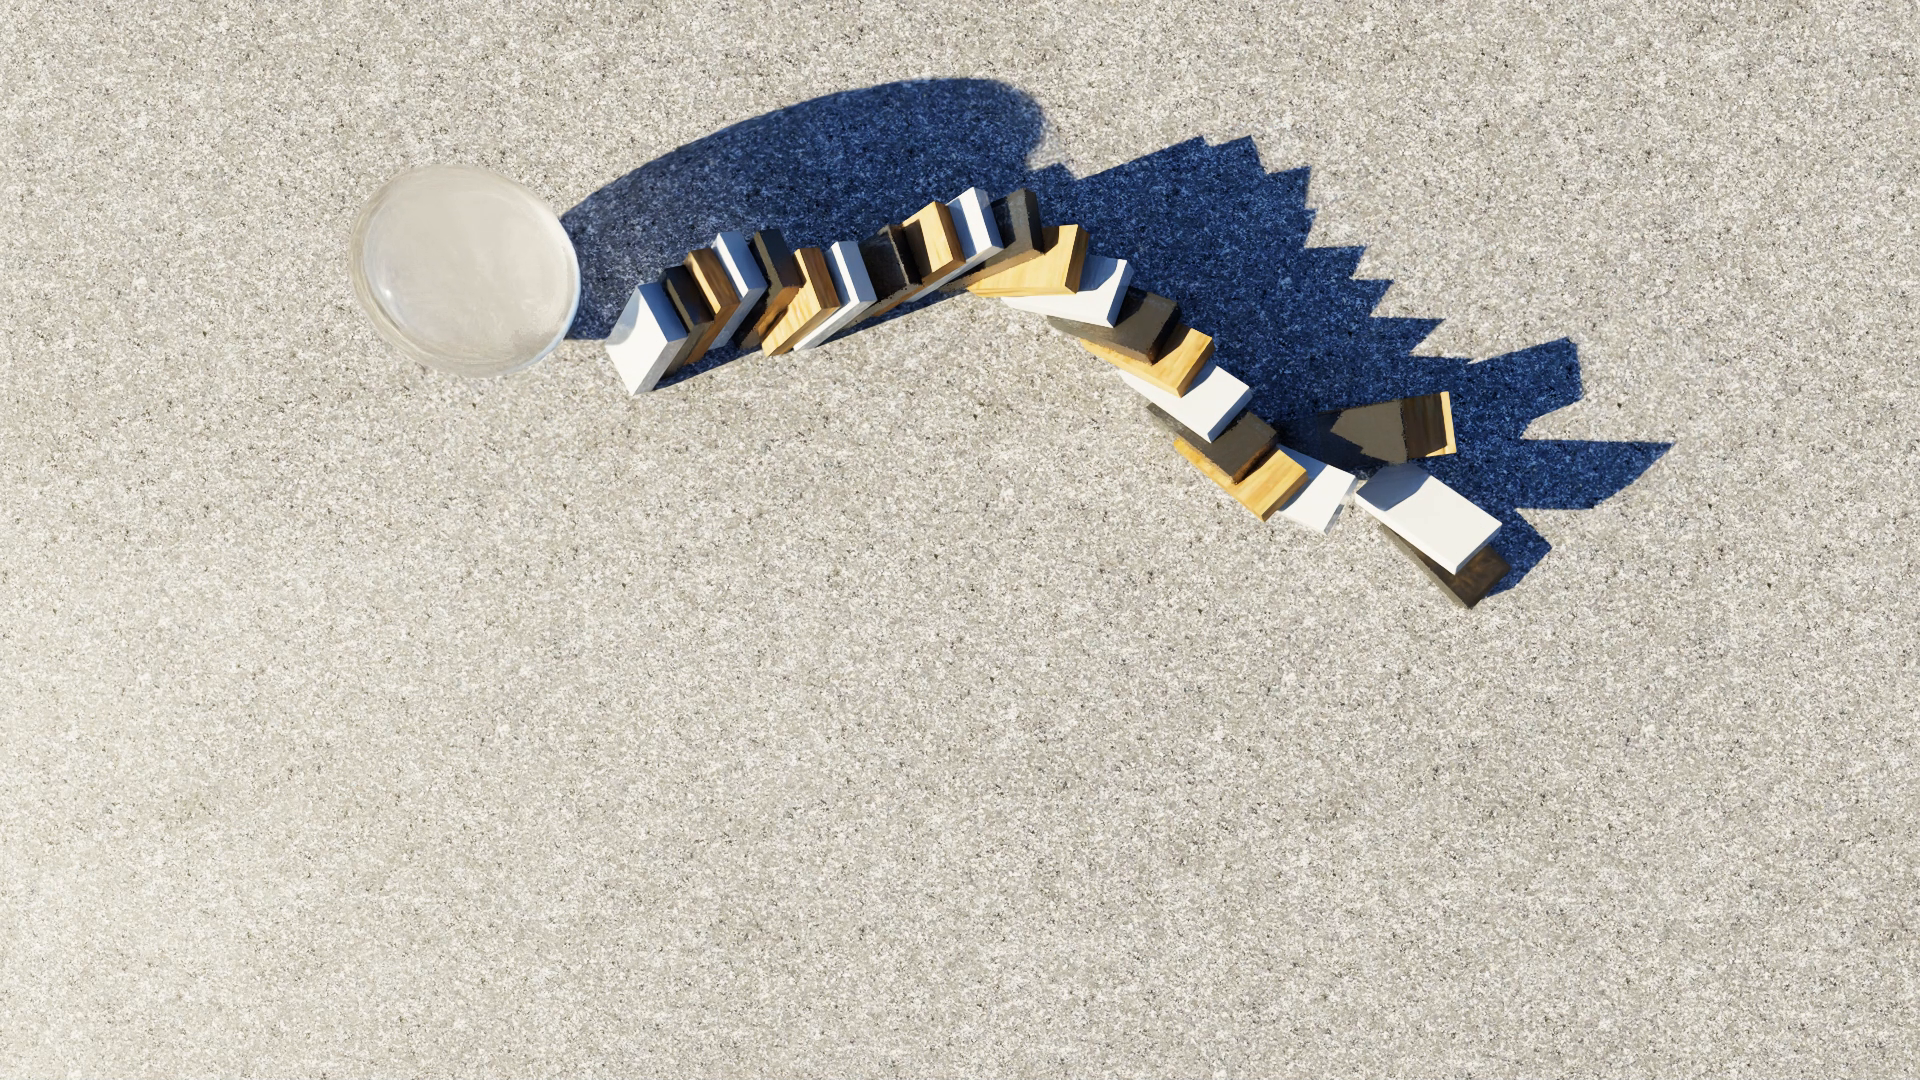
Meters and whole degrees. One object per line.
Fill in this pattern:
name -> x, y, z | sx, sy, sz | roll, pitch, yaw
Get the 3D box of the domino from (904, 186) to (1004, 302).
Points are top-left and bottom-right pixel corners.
domino -> -0.008, -0.122, 0.381 | 0.050, 0.009, 0.025 | -20, 85, 36

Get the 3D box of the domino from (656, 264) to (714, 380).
domino -> -0.120, -0.088, 0.378 | 0.010, 0.050, 0.025 | -28, 90, -39

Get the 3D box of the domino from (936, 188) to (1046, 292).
domino -> 0.010, -0.123, 0.381 | 0.050, 0.009, 0.025 | -11, 85, 37

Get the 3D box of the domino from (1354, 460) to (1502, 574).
domino -> 0.194, -0.012, 0.382 | 0.025, 0.010, 0.050 | -44, 57, 1

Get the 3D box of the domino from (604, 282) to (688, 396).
domino -> -0.130, -0.082, 0.378 | 0.010, 0.050, 0.025 | -28, 90, -39

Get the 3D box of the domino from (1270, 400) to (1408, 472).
domino -> 0.158, -0.041, 0.383 | 0.050, 0.009, 0.025 | -8, 90, 30

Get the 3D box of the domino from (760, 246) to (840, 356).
domino -> -0.069, -0.097, 0.378 | 0.010, 0.050, 0.025 | -20, 90, -39

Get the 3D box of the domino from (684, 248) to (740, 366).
domino -> -0.109, -0.095, 0.378 | 0.010, 0.050, 0.025 | -28, 89, -39

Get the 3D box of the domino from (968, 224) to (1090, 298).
domino -> 0.028, -0.115, 0.380 | 0.050, 0.009, 0.025 | 11, 88, 39

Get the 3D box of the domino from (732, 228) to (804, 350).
domino -> -0.083, -0.102, 0.377 | 0.010, 0.050, 0.025 | -20, 84, -39

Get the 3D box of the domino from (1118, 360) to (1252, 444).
domino -> 0.093, -0.065, 0.382 | 0.025, 0.009, 0.050 | -48, 59, 3

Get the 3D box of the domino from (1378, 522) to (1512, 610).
domino -> 0.209, 0.003, 0.395 | 0.050, 0.010, 0.025 | 45, 90, 0

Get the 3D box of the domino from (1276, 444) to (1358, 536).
domino -> 0.135, -0.024, 0.382 | 0.050, 0.010, 0.025 | 31, 95, 33

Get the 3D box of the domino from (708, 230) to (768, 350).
domino -> -0.098, -0.102, 0.377 | 0.009, 0.050, 0.025 | -26, 88, -39

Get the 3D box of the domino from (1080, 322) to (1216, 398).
domino -> 0.078, -0.082, 0.384 | 0.050, 0.010, 0.025 | 35, 90, 29

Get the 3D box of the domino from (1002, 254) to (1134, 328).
domino -> 0.044, -0.107, 0.384 | 0.050, 0.009, 0.025 | 20, 90, 30

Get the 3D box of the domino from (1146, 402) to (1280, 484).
domino -> 0.105, -0.048, 0.382 | 0.025, 0.010, 0.050 | -46, 59, 5

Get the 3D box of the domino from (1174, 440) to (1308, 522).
domino -> 0.116, -0.033, 0.382 | 0.025, 0.009, 0.050 | -46, 59, 5

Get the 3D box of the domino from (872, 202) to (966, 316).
domino -> -0.023, -0.116, 0.381 | 0.050, 0.010, 0.025 | -21, 84, 36

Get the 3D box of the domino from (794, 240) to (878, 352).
domino -> -0.056, -0.100, 0.378 | 0.009, 0.050, 0.025 | -20, 90, -42

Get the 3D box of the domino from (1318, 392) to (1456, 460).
domino -> 0.179, -0.045, 0.387 | 0.050, 0.010, 0.025 | -8, 90, 20

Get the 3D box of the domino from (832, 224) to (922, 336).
domino -> -0.041, -0.107, 0.382 | 0.050, 0.009, 0.025 | -20, 90, 36

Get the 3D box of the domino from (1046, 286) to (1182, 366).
domino -> 0.064, -0.094, 0.383 | 0.050, 0.009, 0.025 | 30, 87, 30

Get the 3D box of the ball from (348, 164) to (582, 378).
ball -> -0.192, -0.104, 0.360 | 0.080, 0.080, 0.080 | 0, 90, 0
